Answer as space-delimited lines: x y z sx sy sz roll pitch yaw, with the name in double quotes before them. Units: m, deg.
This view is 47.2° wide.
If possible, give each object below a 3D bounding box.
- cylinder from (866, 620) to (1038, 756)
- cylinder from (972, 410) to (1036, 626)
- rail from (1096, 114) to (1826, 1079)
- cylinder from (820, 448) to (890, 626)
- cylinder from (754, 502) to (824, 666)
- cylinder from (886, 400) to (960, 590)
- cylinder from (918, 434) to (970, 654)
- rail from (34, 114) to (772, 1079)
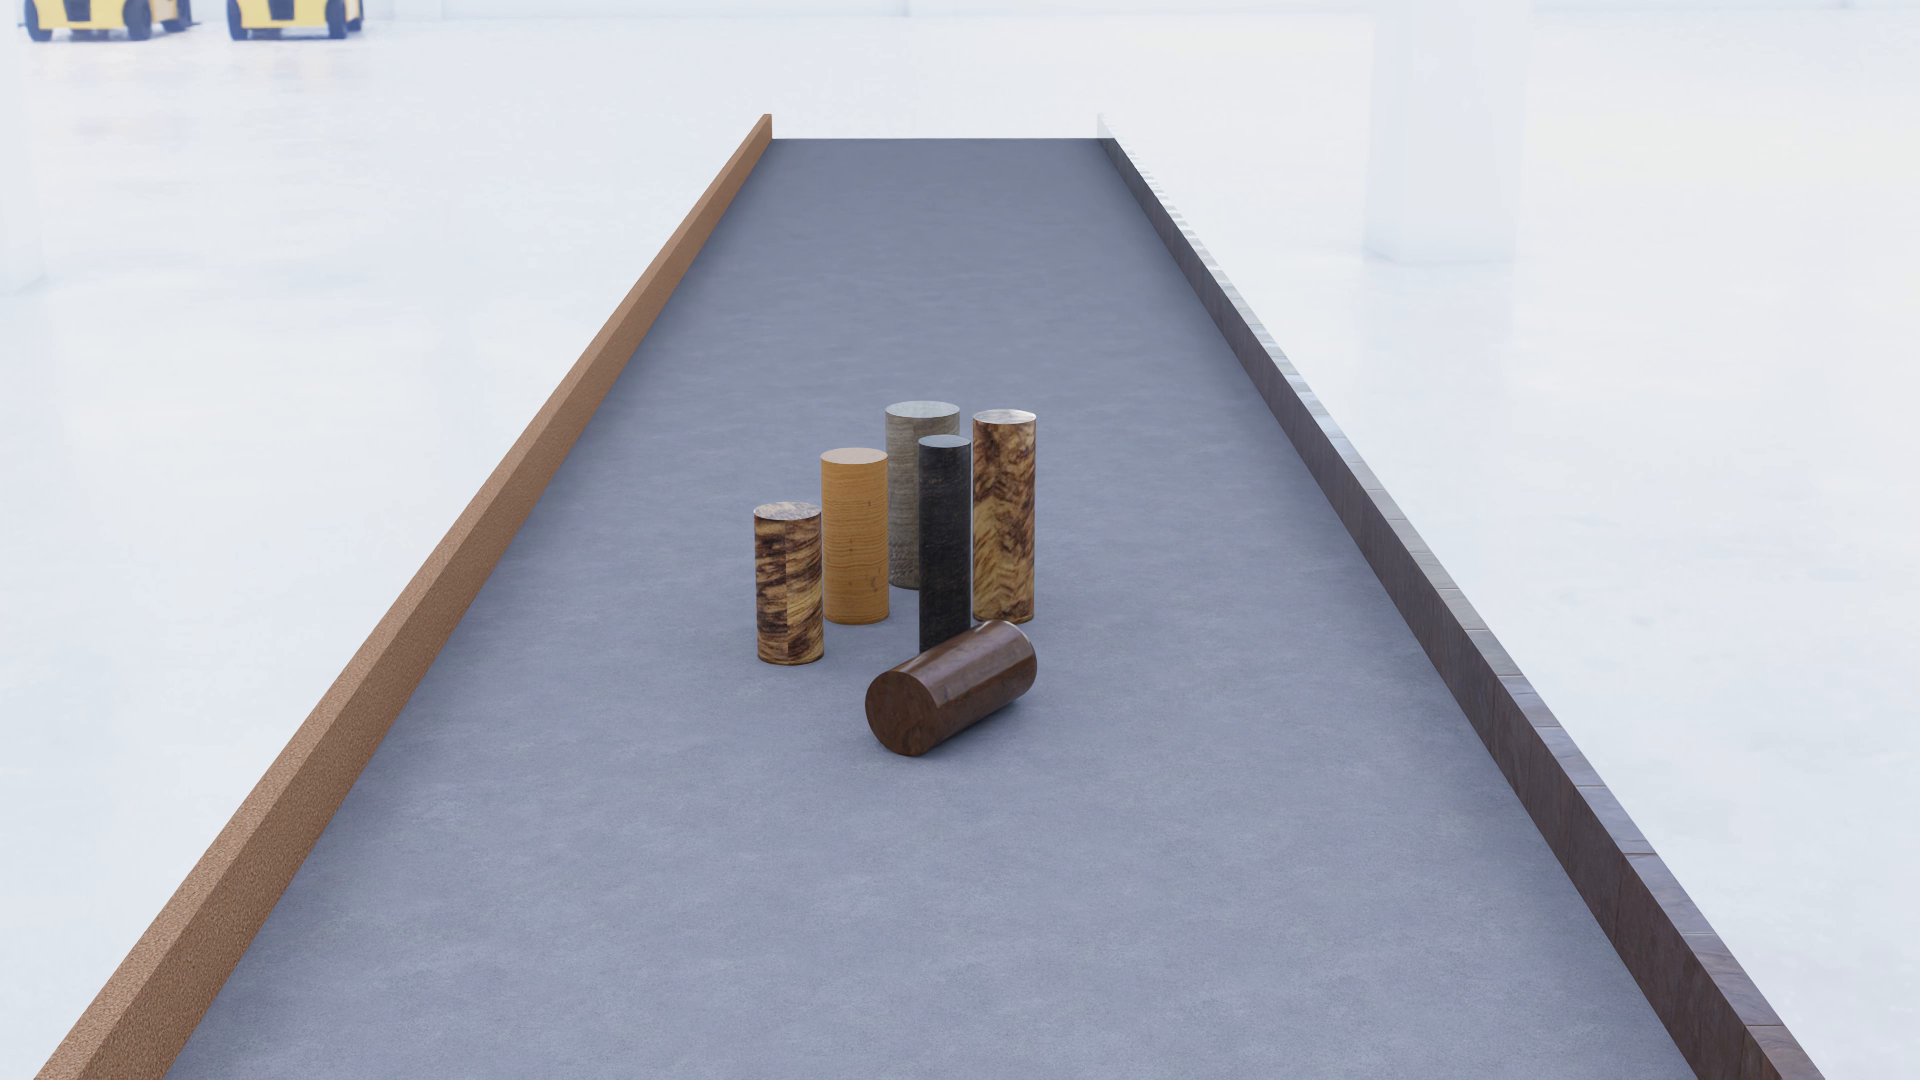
"cylinder" -0.012 0.268 4.047 0.159 0.159 0.340 10 19 31
"cylinder" 0.092 -0.047 4.621 0.131 0.436 0.131 0 17 0
"rail" 0.932 -0.844 7.801 0.050 0.150 12.000 0 17 -1
"cylinder" -0.221 -0.008 4.640 0.140 0.350 0.140 0 17 0
"cylinder" -0.342 0.087 4.405 0.134 0.302 0.134 0 17 0
"cylinder" -0.082 -0.099 4.874 0.163 0.391 0.163 0 17 0
"cylinder" -0.030 0.021 4.367 0.104 0.449 0.104 0 17 0
"rail" -1.118 -0.838 7.780 0.050 0.150 12.000 0 17 -1
